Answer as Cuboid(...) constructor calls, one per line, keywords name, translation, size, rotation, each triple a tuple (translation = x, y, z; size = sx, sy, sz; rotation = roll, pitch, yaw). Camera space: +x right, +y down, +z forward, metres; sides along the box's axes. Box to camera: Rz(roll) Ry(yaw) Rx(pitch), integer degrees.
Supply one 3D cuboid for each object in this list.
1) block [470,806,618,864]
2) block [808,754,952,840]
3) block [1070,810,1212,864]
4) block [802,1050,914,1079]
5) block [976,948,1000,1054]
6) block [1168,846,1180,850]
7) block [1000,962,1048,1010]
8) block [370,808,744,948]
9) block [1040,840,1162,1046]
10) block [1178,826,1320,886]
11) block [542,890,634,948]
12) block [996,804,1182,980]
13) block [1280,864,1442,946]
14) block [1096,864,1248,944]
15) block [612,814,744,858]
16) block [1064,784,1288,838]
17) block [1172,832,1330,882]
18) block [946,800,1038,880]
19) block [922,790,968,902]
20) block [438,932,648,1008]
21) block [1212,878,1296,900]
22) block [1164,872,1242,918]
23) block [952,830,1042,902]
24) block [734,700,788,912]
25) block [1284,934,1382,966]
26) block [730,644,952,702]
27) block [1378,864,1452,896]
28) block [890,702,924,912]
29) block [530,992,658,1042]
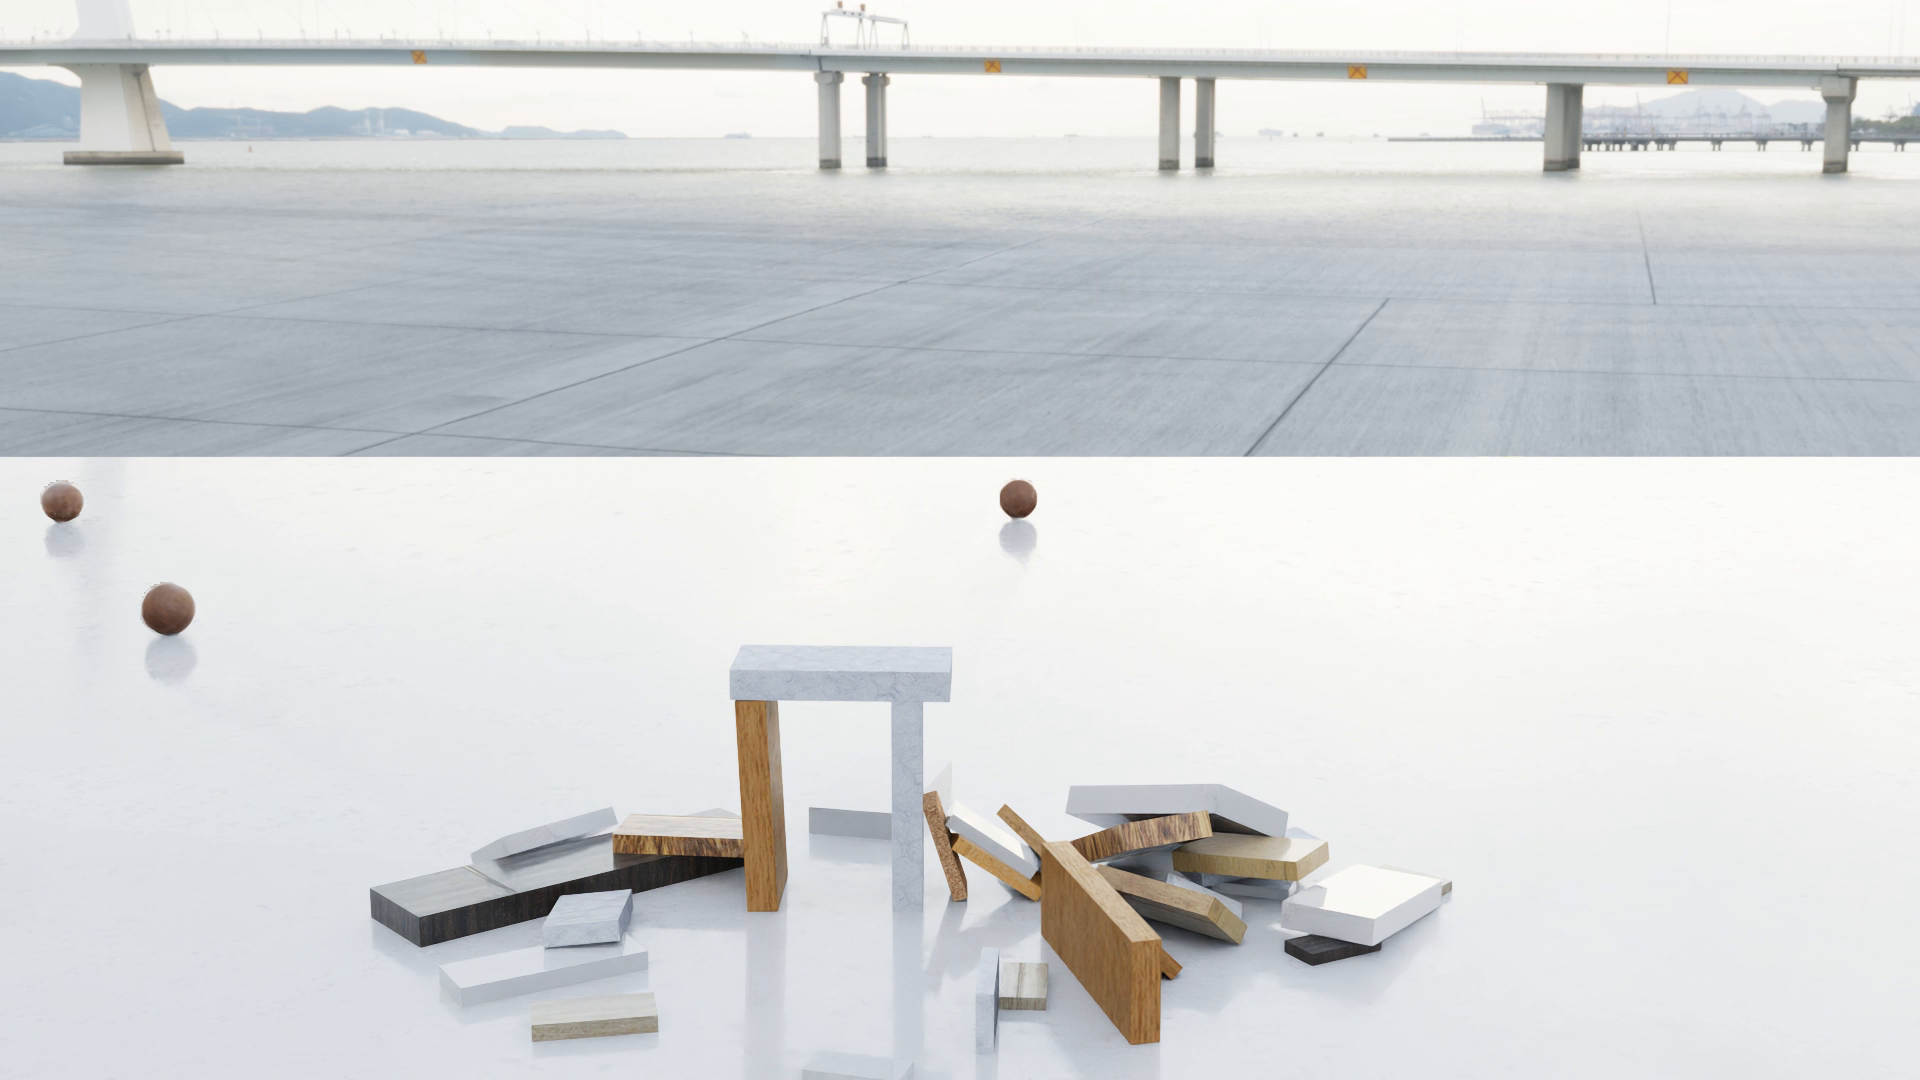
Cuboid(name="block", translation=(-0.722, 0.519, 3.823), size=(0.230, 0.033, 0.115), rotation=(-11, -13, -46))
Cuboid(name="block", translation=(-0.145, 0.480, 4.126), size=(0.176, 0.050, 0.353), rotation=(3, 11, 14))
Cuboid(name="block", translation=(0.292, 0.502, 3.678), size=(0.152, 0.043, 0.303), rotation=(-7, -12, -18))
Cuboid(name="block", translation=(-0.137, 0.714, 2.951), size=(0.136, 0.019, 0.068), rotation=(3, 11, 16))
Cuboid(name="block", translation=(0.039, 0.650, 3.107), size=(0.025, 0.088, 0.175), rotation=(1, 11, 3))
Cuboid(name="block", translation=(0.467, 0.524, 3.944), size=(0.104, 0.029, 0.208), rotation=(10, 15, 44))
Cuboid(name="block", translation=(0.095, 0.658, 3.247), size=(0.068, 0.019, 0.136), rotation=(1, 11, 4))
Cuboid(name="block", translation=(-0.637, 0.559, 3.698), size=(0.673, 0.050, 0.176), rotation=(-9, 14, -39))
Cuboid(name="block", translation=(0.204, 0.588, 3.263), size=(0.043, 0.152, 0.444), rotation=(-3, 11, -14))
Cuboid(name="block", translation=(0.493, 0.537, 3.733), size=(0.229, 0.033, 0.115), rotation=(-9, 9, -16))
Cuboid(name="block", translation=(-0.582, 0.593, 3.454), size=(0.115, 0.033, 0.230), rotation=(-5, 3, -3))
Cuboid(name="block", translation=(0.199, 0.563, 3.597), size=(0.088, 0.025, 0.670), rotation=(44, -4, -19))
Cuboid(name="block", translation=(0.646, 0.582, 3.521), size=(0.152, 0.043, 0.303), rotation=(6, 7, 31))
Cuboid(name="block", translation=(0.330, 0.576, 3.480), size=(0.230, 0.033, 0.115), rotation=(10, -25, 42))
Cuboid(name="block", translation=(-0.466, 0.505, 3.763), size=(0.230, 0.033, 0.115), rotation=(1, 11, 7))
Cuboid(name="block", translation=(0.368, 0.468, 3.770), size=(0.176, 0.050, 0.353), rotation=(25, -21, -36))
Cuboid(name="block", translation=(0.479, 0.521, 3.627), size=(0.230, 0.033, 0.115), rotation=(-1, 10, 36))
Cuboid(name="block", translation=(0.054, 0.500, 3.666), size=(0.167, 0.024, 0.084), rotation=(33, 9, -3))
Cuboid(name="block", translation=(-0.024, 0.508, 3.655), size=(0.024, 0.167, 0.084), rotation=(-18, 10, 3))
Cuboid(name="block", translation=(-0.625, 0.642, 3.306), size=(0.291, 0.029, 0.104), rotation=(-6, 12, -30))
Cuboid(name="block", translation=(0.493, 0.578, 3.685), size=(0.130, 0.018, 0.065), rotation=(4, 11, 19))
Cuboid(name="block", translation=(0.391, 0.580, 3.547), size=(0.130, 0.018, 0.065), rotation=(23, 13, 4))
Cuboid(name="block", translation=(0.062, 0.535, 3.659), size=(0.167, 0.024, 0.084), rotation=(33, 9, -6))
Cuboid(name="block", translation=(-0.327, 0.416, 3.637), size=(0.050, 0.353, 0.176), rotation=(-2, 10, 1))
Cuboid(name="block", translation=(0.578, 0.628, 3.410), size=(0.136, 0.019, 0.068), rotation=(-6, 12, -29))
Cuboid(name="block", translation=(-0.191, 0.217, 3.601), size=(0.353, 0.050, 0.176), rotation=(1, 11, 1))
Cuboid(name="block", translation=(0.754, 0.575, 3.699), size=(0.130, 0.018, 0.065), rotation=(9, 14, 41))
Cuboid(name="block", translation=(-0.086, 0.416, 3.638), size=(0.050, 0.353, 0.176), rotation=(0, 11, 0))
Cuboid(name="block", translation=(-0.521, 0.678, 3.128), size=(0.176, 0.025, 0.088), rotation=(-2, 11, -11))
